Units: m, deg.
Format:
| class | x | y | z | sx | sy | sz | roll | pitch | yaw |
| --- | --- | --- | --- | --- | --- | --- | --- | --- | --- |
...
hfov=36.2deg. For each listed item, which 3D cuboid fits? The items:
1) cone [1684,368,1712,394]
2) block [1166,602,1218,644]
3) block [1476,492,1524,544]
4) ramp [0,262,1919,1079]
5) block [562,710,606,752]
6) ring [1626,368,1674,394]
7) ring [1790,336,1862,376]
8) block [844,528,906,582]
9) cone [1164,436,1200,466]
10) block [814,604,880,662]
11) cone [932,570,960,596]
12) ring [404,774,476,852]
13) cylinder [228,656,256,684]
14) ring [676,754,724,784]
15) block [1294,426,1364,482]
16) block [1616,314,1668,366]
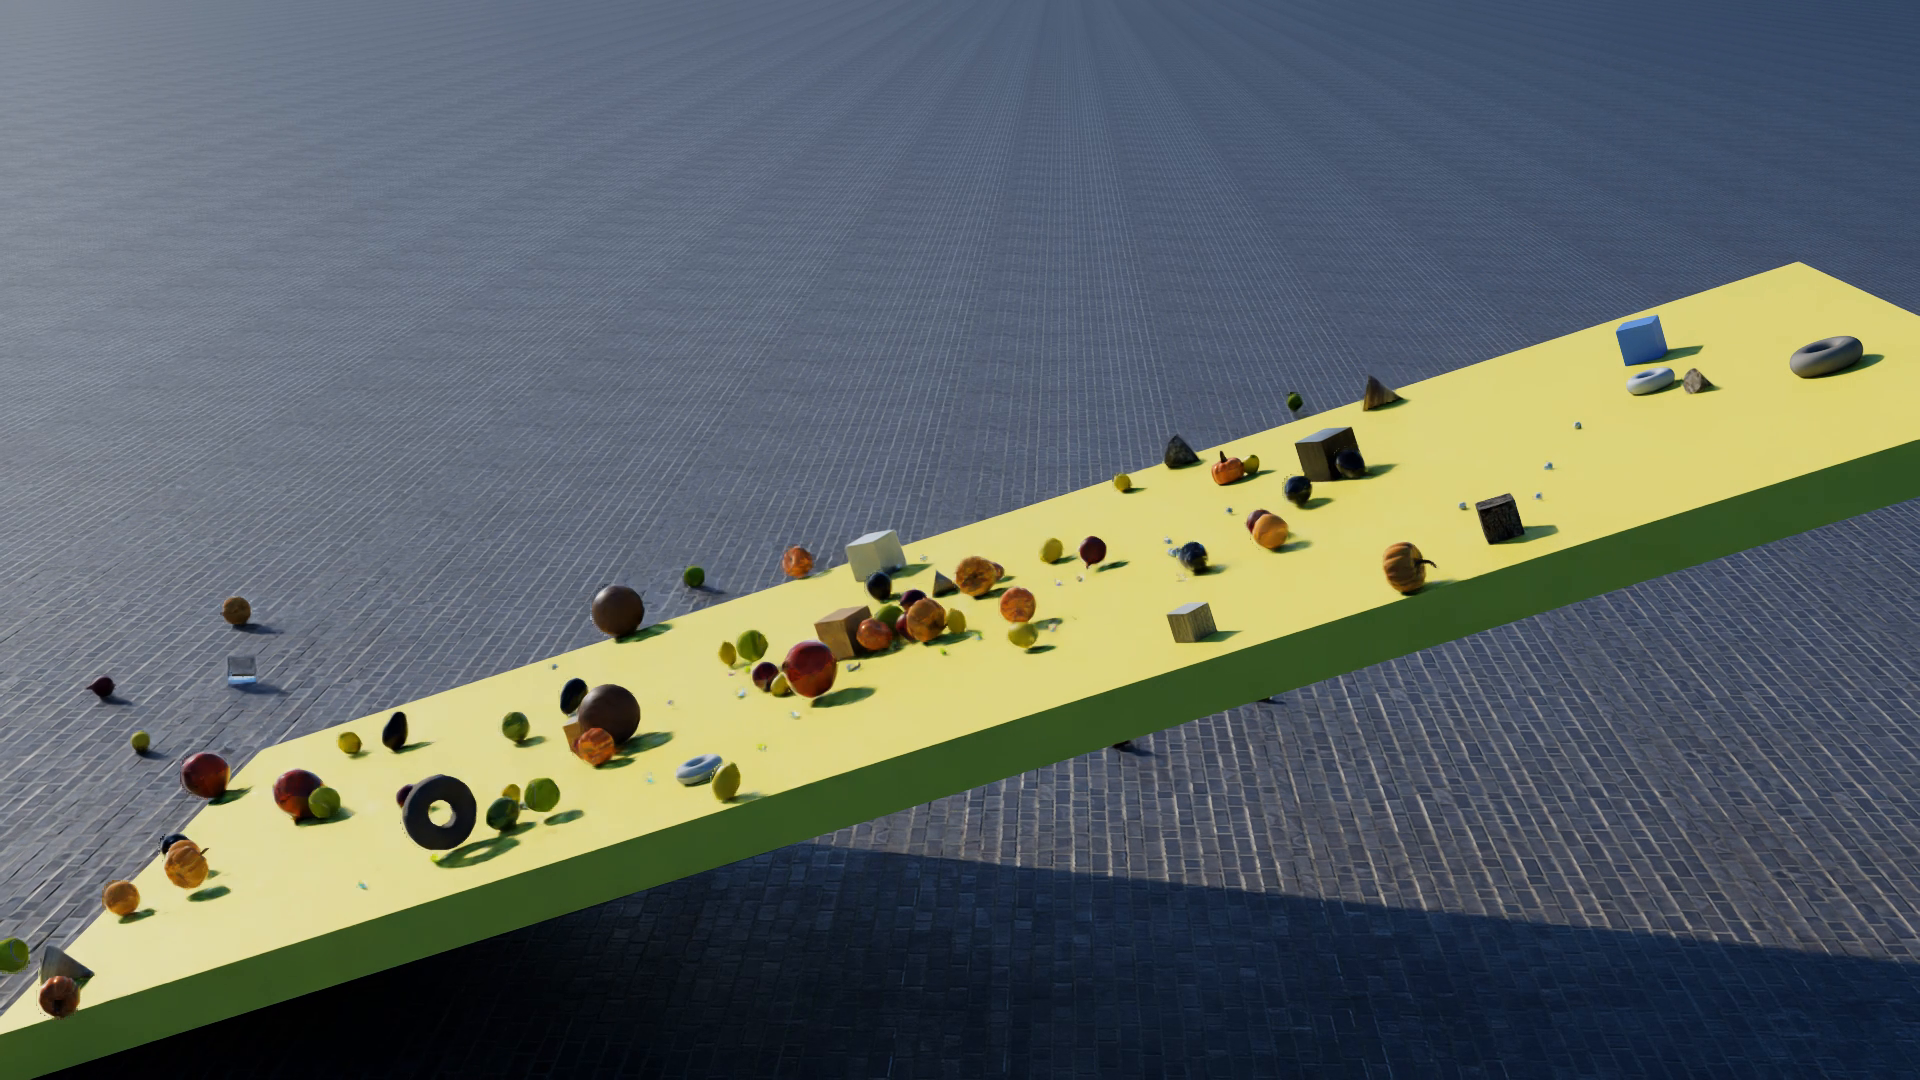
| class | x | y | z | sx | sy | sz | roll | pitch | yaw |
| --- | --- | --- | --- | --- | --- | --- | --- | --- | --- |
| cone | 1.537 | -0.326 | 6.090 | 0.054 | 0.054 | 0.054 | 6 | 8 | -27 |
| block | 0.430 | 0.153 | 5.460 | 0.058 | 0.058 | 0.058 | -26 | 13 | -34 |
| block | 0.998 | -0.040 | 5.440 | 0.068 | 0.068 | 0.068 | -17 | 11 | 7 |
| ramp | 0.104 | 0.182 | 6.308 | 4.000 | 0.100 | 2.000 | -18 | 11 | 6 |
| block | -0.799 | 0.408 | 6.262 | 0.062 | 0.062 | 0.062 | -16 | 11 | 14 |
| ring | 1.467 | -0.338 | 6.246 | 0.104 | 0.035 | 0.104 | -19 | 11 | 4 |
| ring | 1.738 | -0.368 | 5.899 | 0.146 | 0.049 | 0.146 | -19 | 11 | 4 |
| block | -0.201 | 0.038 | 7.039 | 0.092 | 0.092 | 0.092 | -10 | 14 | 39 |
| cone | 0.550 | -0.204 | 7.133 | 0.079 | 0.079 | 0.079 | 20 | 20 | 28 |
| block | -0.241 | 0.199 | 6.299 | 0.087 | 0.087 | 0.087 | -9 | 14 | 42 |
| cone | -0.028 | 0.101 | 6.597 | 0.061 | 0.061 | 0.061 | 8 | 12 | -2 |
| ring | -1.014 | 0.532 | 5.733 | 0.149 | 0.149 | 0.050 | -6 | 1 | -28 |
| cylinder | -2.074 | 0.377 | 8.497 | 0.077 | 0.077 | 0.077 | -2 | 12 | -10 |
| ring | -0.502 | 0.441 | 5.666 | 0.098 | 0.033 | 0.098 | -18 | 12 | 4 |
| block | 0.809 | -0.187 | 6.446 | 0.093 | 0.093 | 0.093 | -25 | 12 | -29 |
| block | 1.523 | -0.446 | 6.568 | 0.082 | 0.082 | 0.082 | -13 | 12 | 27 |
